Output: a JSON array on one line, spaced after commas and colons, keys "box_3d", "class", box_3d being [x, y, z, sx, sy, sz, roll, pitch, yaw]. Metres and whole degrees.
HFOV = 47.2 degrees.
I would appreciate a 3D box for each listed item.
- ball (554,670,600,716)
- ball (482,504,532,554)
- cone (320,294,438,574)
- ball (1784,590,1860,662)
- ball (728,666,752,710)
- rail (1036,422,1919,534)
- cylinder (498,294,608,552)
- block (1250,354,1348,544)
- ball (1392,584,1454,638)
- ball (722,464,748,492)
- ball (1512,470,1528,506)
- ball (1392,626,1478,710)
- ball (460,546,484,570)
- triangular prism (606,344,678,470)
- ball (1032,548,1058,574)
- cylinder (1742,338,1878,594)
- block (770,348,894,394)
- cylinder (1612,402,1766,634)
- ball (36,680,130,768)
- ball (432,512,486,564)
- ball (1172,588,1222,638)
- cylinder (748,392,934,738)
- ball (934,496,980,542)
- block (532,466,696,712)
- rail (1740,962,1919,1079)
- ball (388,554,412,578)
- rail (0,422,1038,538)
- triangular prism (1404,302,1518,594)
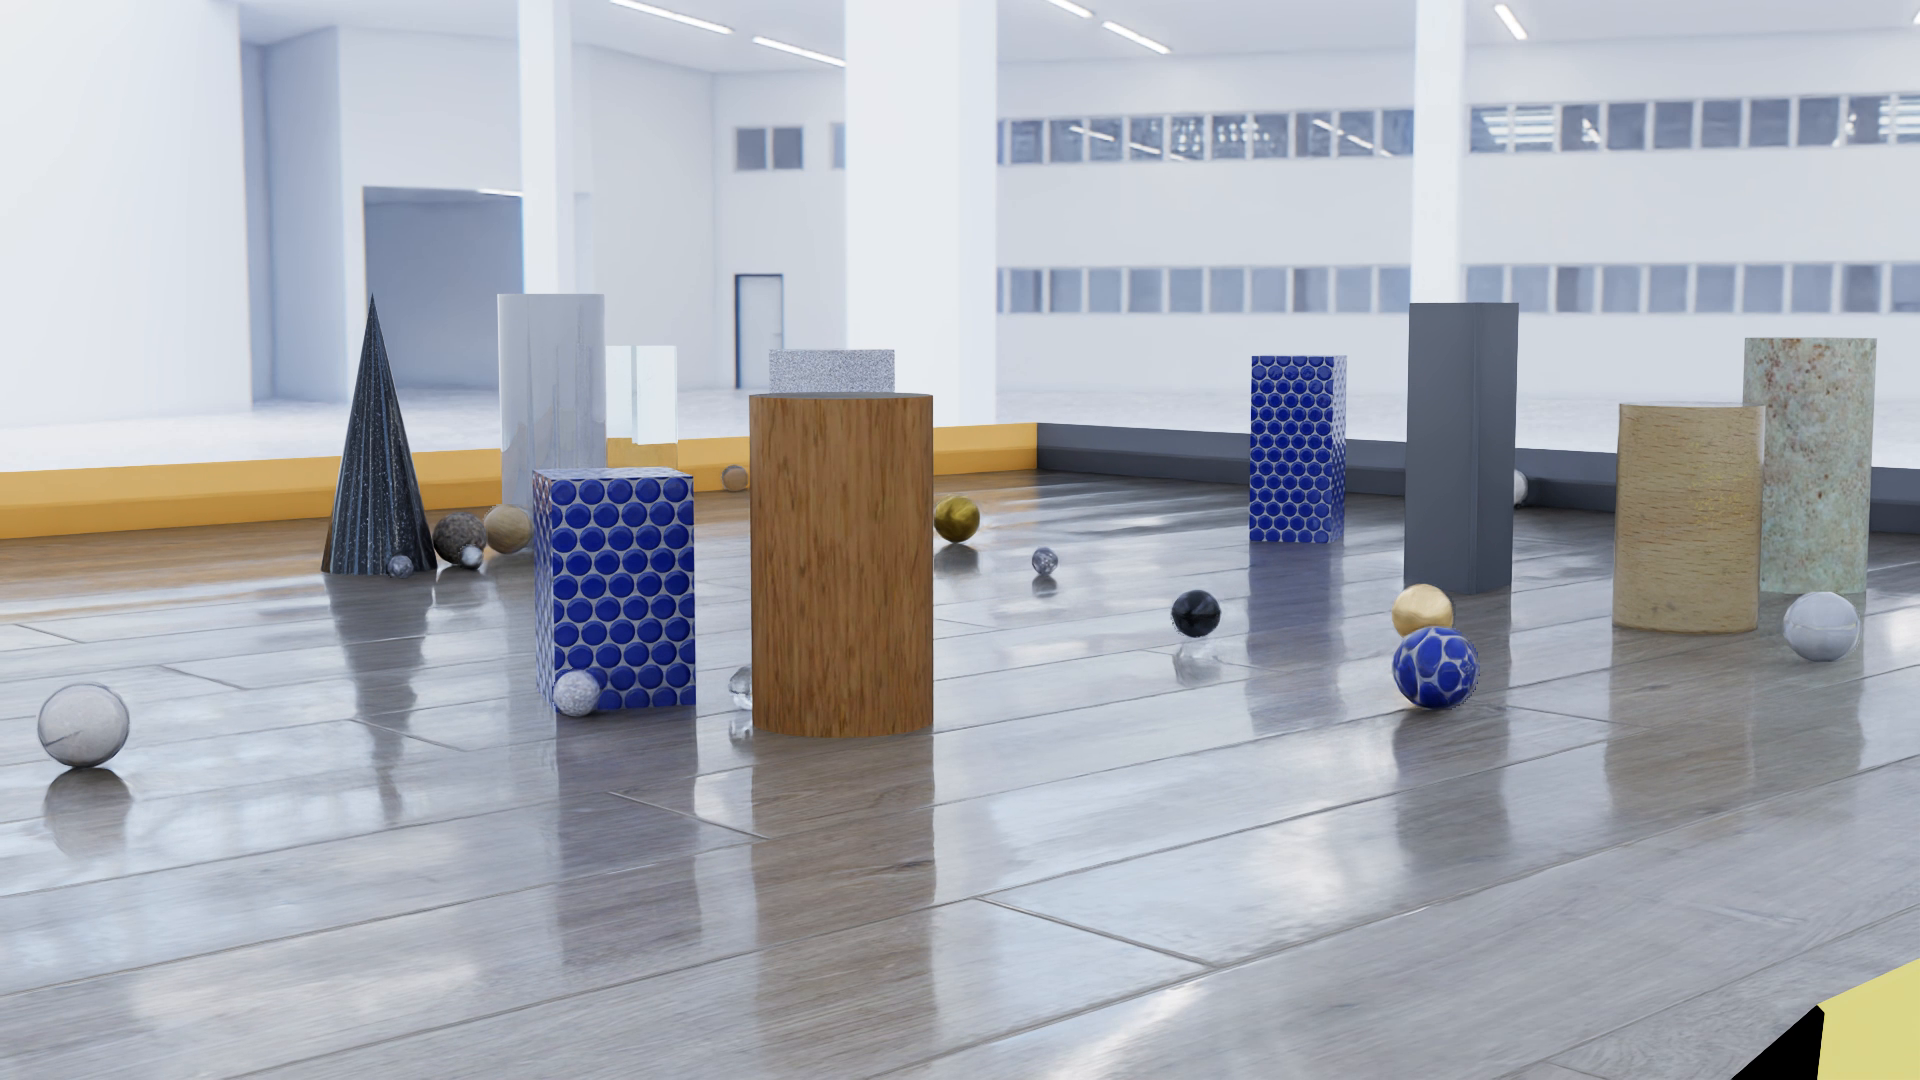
[{"box_3d": [-0.421, 0.169, 2.419, 0.051, 0.051, 0.051, 0, 6, 0], "class": "ball"}, {"box_3d": [-0.830, -0.019, 4.029, 0.090, 0.090, 0.090, 0, 6, 0], "class": "ball"}, {"box_3d": [-1.006, -0.189, 3.788, 0.198, 0.477, 0.198, 0, 6, 0], "class": "cone"}, {"box_3d": [1.093, 0.110, 2.790, 0.091, 0.091, 0.091, 0, 6, 0], "class": "ball"}, {"box_3d": [-0.234, 0.165, 2.457, 0.050, 0.050, 0.050, 0, 6, 0], "class": "ball"}, {"box_3d": [1.546, -0.115, 4.751, 0.045, 0.128, 3.970, -5, 8, -42], "class": "rail"}, {"box_3d": [-0.764, -0.224, 4.136, 0.198, 0.475, 0.198, 0, 6, 0], "class": "cylinder"}, {"box_3d": [0.662, -0.182, 4.301, 0.158, 0.357, 0.158, 2, 6, 19], "class": "block"}, {"box_3d": [0.618, 0.099, 2.934, 0.082, 0.082, 0.082, 0, 6, 0], "class": "ball"}, {"box_3d": [-0.555, -0.152, 5.421, 0.067, 0.067, 0.067, 0, 6, 0], "class": "ball"}, {"box_3d": [1.243, -0.118, 4.987, 0.089, 0.089, 0.089, 0, 6, 0], "class": "ball"}, {"box_3d": [0.531, 0.143, 2.463, 0.093, 0.093, 0.093, 0, 6, 0], "class": "ball"}, {"box_3d": [-0.840, 0.031, 3.782, 0.041, 0.041, 0.041, 0, 6, 0], "class": "ball"}, {"box_3d": [-0.694, -0.230, 4.700, 0.171, 0.371, 0.148, -1, 6, -10], "class": "triangular prism"}, {"box_3d": [0.144, 0.036, 3.720, 0.046, 0.046, 0.046, 0, 6, 0], "class": "ball"}, {"box_3d": [1.361, -0.124, 3.540, 0.198, 0.401, 0.198, 0, 6, 0], "class": "cylinder"}, {"box_3d": [-0.228, -0.153, 3.938, 0.158, 0.376, 0.158, 6, 8, 44], "class": "block"}, {"box_3d": [1.029, -0.035, 3.110, 0.198, 0.313, 0.198, 0, 6, 0], "class": "cylinder"}, {"box_3d": [-0.855, 0.180, 2.146, 0.085, 0.085, 0.085, 0, 6, 0], "class": "ball"}, {"box_3d": [-0.878, -0.003, 3.859, 0.093, 0.093, 0.093, 0, 6, 0], "class": "ball"}, {"box_3d": [0.323, 0.100, 3.002, 0.067, 0.067, 0.067, 0, 6, 0], "class": "ball"}, {"box_3d": [-0.128, 0.021, 2.379, 0.198, 0.354, 0.198, 0, 6, 0], "class": "cylinder"}, {"box_3d": [-0.007, -0.040, 4.224, 0.092, 0.092, 0.092, 0, 6, 0], "class": "ball"}, {"box_3d": [-0.399, 0.052, 2.530, 0.158, 0.260, 0.158, -2, 6, -18], "class": "block"}, {"box_3d": [1.330, 0.183, 1.898, 4.256, 0.128, 0.045, -5, 8, -42], "class": "rail"}, {"box_3d": [-0.931, 0.045, 3.658, 0.040, 0.040, 0.040, 0, 6, 0], "class": "ball"}, {"box_3d": [-1.330, -0.116, 4.766, 4.256, 0.128, 0.045, -5, 8, -42], "class": "rail"}, {"box_3d": [0.791, -0.153, 3.544, 0.148, 0.457, 0.171, 4, 7, 34], "class": "triangular prism"}]
